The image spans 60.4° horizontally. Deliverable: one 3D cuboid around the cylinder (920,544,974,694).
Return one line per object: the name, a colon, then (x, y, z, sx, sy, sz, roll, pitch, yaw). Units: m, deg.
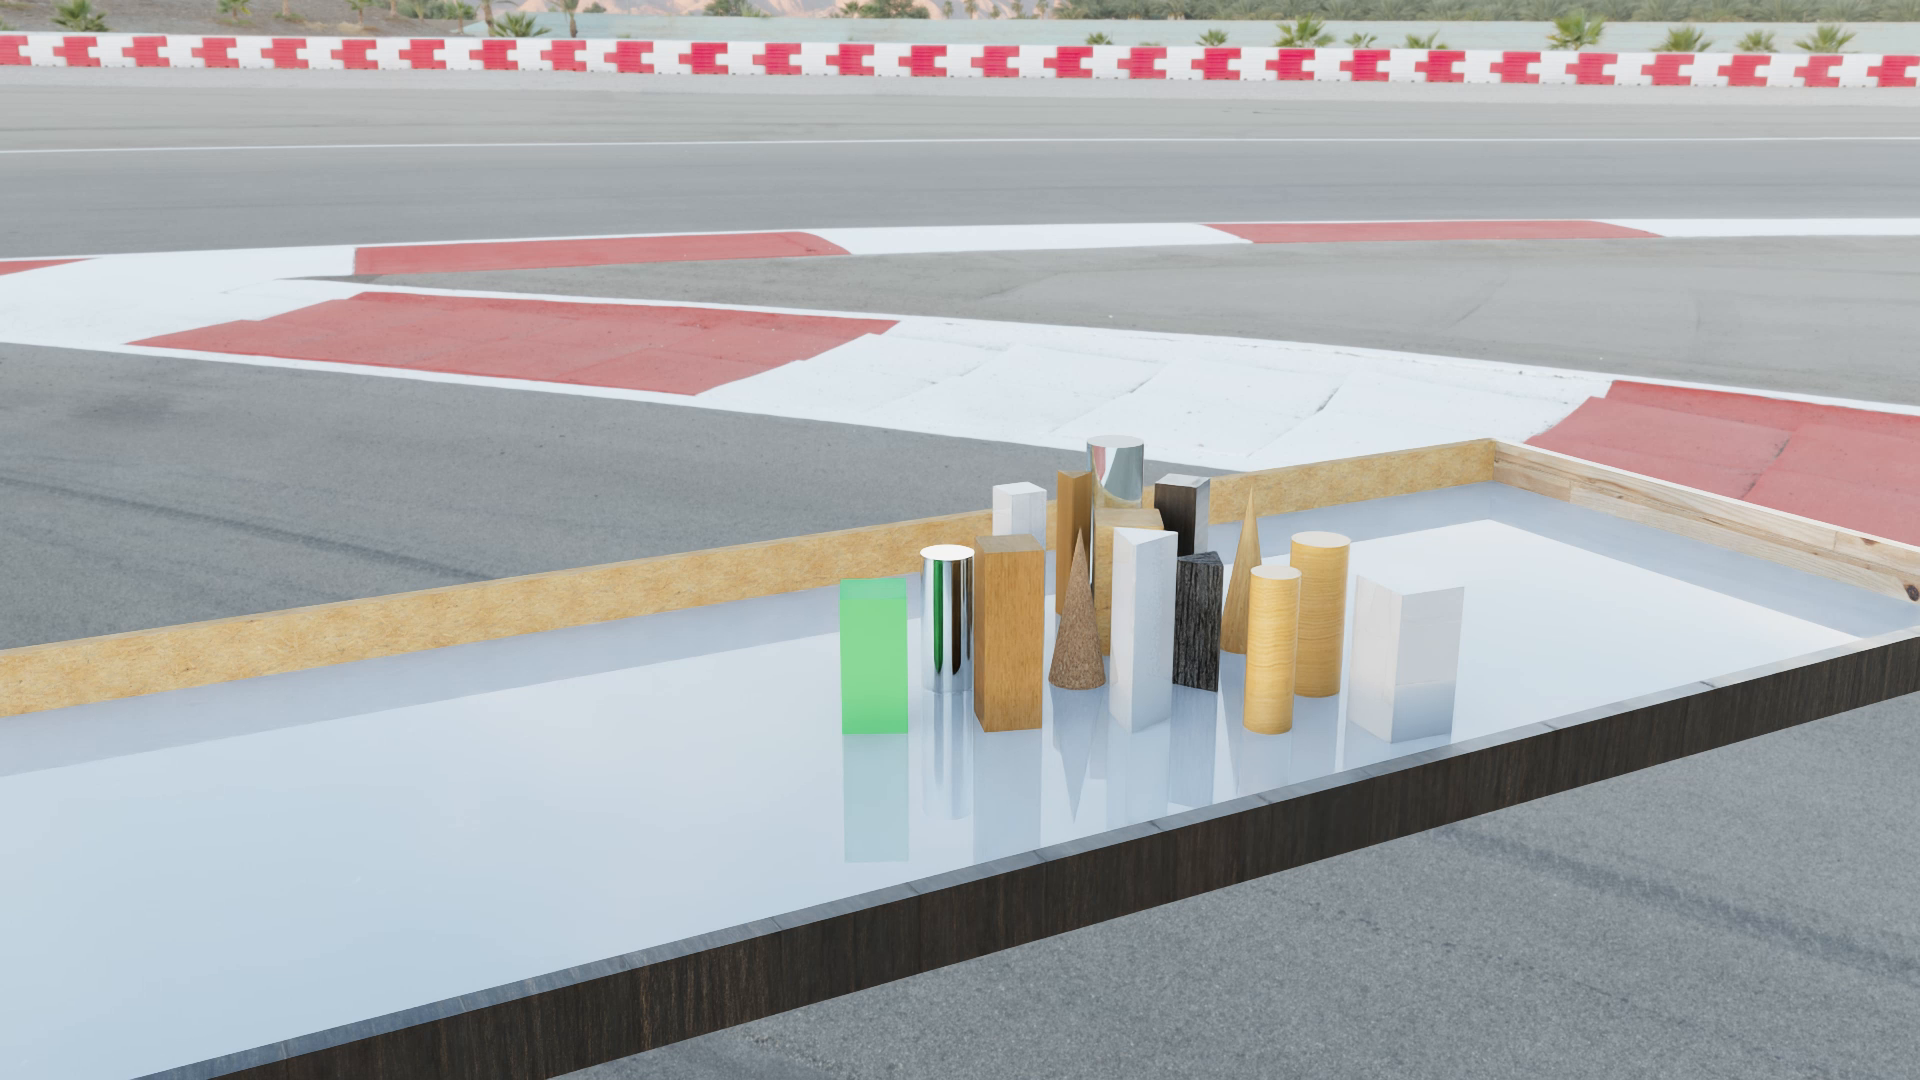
cylinder: (-0.031, 0.195, 4.083, 0.133, 0.343, 0.133, 0, 16, 0)

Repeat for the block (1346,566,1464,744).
block: (1.030, 0.263, 3.825, 0.172, 0.358, 0.172, -7, 18, -22)

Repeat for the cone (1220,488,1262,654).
cone: (0.757, 0.067, 4.339, 0.147, 0.445, 0.147, 0, 16, 0)

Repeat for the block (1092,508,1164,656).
block: (0.439, 0.110, 4.355, 0.173, 0.353, 0.173, 1, 16, 2)

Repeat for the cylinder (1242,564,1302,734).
cylinder: (0.722, 0.254, 3.822, 0.114, 0.377, 0.114, 0, 16, 0)

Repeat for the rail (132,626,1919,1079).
rail: (-2.336, 1.006, 1.665, 12.000, 0.150, 0.050, -9, 18, -27)

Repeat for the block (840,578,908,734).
block: (-0.201, 0.270, 3.852, 0.153, 0.329, 0.153, -1, 16, -3)

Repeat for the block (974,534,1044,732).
block: (0.112, 0.216, 3.847, 0.137, 0.435, 0.137, -3, 17, -10)

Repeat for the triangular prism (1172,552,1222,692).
triangular prism: (0.608, 0.197, 4.111, 0.133, 0.324, 0.116, 10, 19, 29)

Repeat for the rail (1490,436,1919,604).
rail: (2.466, -0.048, 5.253, 0.050, 0.150, 2.100, -9, 18, -27)

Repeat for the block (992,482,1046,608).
block: (0.156, 0.071, 4.353, 0.103, 0.429, 0.103, -8, 18, -25)

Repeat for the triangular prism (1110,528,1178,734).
triangular prism: (0.403, 0.203, 3.855, 0.147, 0.457, 0.127, -14, 22, -40)

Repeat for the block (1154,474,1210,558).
block: (0.612, 0.023, 4.583, 0.120, 0.391, 0.120, 8, 18, 25)

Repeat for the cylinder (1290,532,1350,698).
cylinder: (0.875, 0.182, 4.054, 0.141, 0.384, 0.141, 0, 16, 0)

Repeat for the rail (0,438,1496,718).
rail: (-3.305, 0.497, 3.399, 12.000, 0.150, 0.050, -9, 18, -27)

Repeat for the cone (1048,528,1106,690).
cone: (0.295, 0.157, 4.101, 0.145, 0.405, 0.145, 0, 16, 0)

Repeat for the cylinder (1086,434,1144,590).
cylinder: (0.448, -0.072, 4.813, 0.166, 0.443, 0.166, 0, 16, 0)

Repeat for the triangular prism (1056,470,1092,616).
triangular prism: (0.303, 0.012, 4.584, 0.081, 0.411, 0.094, 12, 20, 35)
